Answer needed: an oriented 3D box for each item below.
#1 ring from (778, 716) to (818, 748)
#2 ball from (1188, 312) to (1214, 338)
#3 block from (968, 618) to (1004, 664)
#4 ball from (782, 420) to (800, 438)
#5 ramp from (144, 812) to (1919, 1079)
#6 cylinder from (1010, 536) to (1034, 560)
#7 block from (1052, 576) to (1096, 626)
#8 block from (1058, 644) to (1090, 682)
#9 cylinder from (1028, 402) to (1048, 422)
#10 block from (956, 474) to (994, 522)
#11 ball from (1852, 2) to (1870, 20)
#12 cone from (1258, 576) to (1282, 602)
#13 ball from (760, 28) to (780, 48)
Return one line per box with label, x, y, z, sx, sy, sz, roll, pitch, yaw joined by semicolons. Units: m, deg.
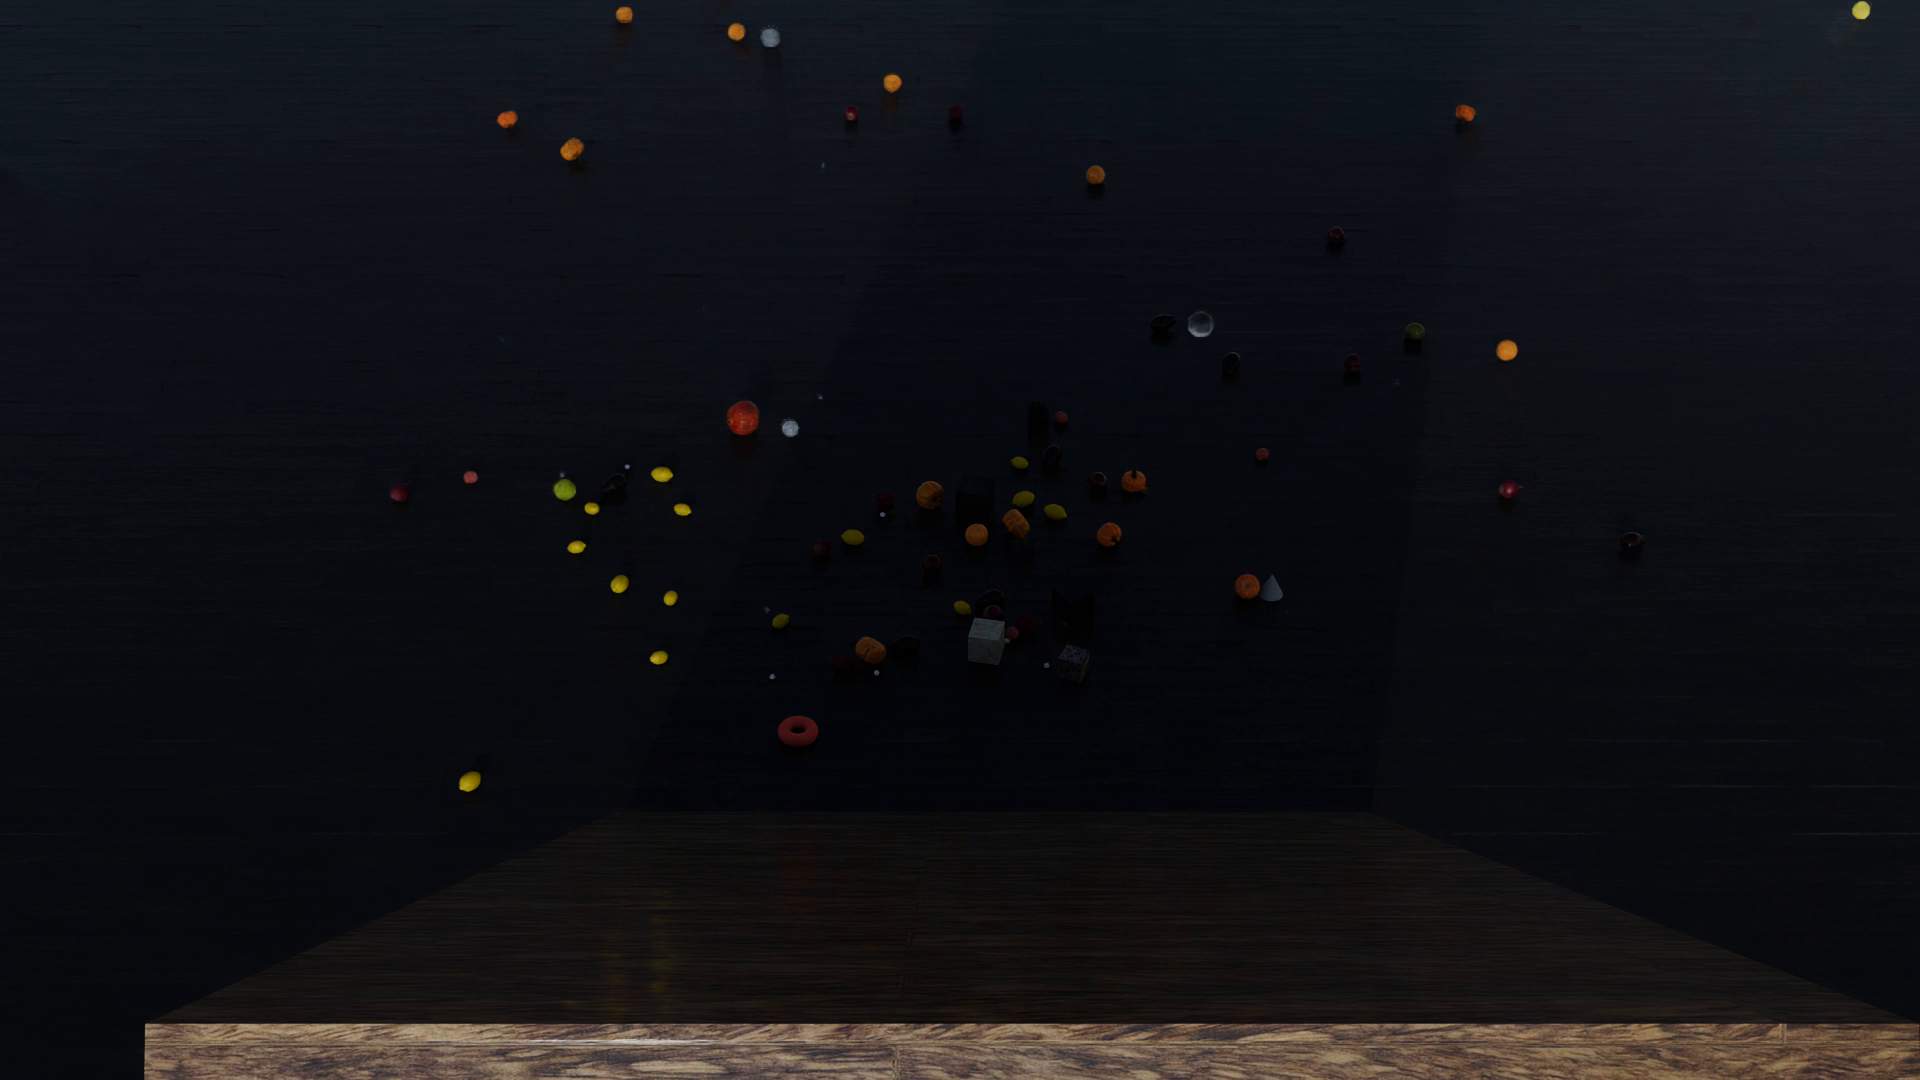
ring;-0.453;0.535;7.276;0.114;0.038;0.114;1;37;-1
ball;0.826;-0.739;8.920;0.092;0.092;0.092;0;37;0
block;0.077;0.294;7.552;0.091;0.091;0.091;7;38;9
ball;-0.550;-0.362;8.450;0.056;0.056;0.056;0;37;0
ramp;0.081;0.685;4.929;2.000;0.100;4.000;0;-3;0
cylinder;0.189;0.025;7.930;0.065;0.065;0.065;-6;37;-8
block;0.335;0.182;7.701;0.091;0.091;0.091;-22;42;-26
block;0.327;0.356;7.488;0.069;0.069;0.069;15;40;19
cylinder;0.256;-0.417;8.516;0.065;0.065;0.065;0;37;1
block;0.047;-0.129;8.107;0.099;0.099;0.099;9;38;12
ball;3.774;-2.218;10.895;0.075;0.075;0.075;0;37;0
cone;0.932;0.131;7.782;0.074;0.074;0.074;0;37;0
ball;-0.778;-2.062;10.684;0.080;0.080;0.080;0;37;0
